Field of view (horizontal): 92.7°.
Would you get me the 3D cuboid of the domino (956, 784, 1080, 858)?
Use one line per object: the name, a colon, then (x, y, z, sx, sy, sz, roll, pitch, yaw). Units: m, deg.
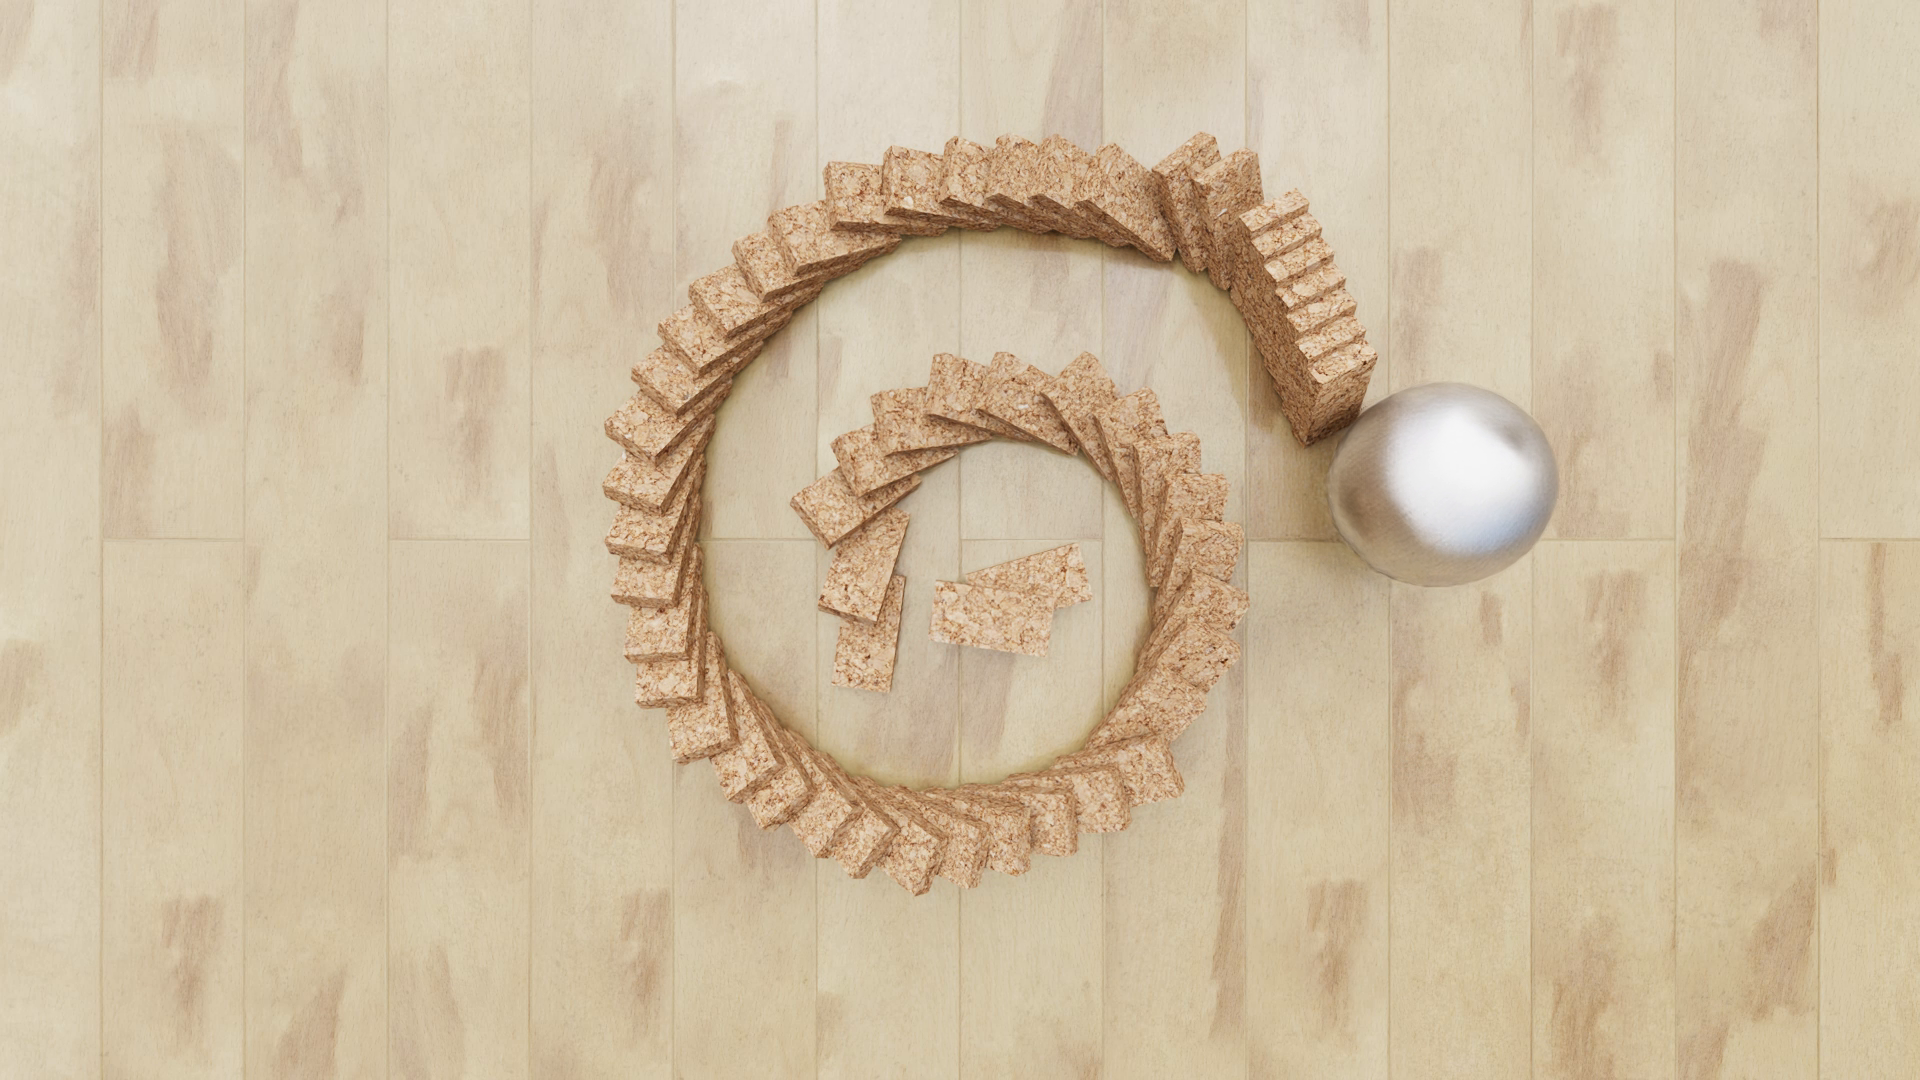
domino: (0.024, 0.117, 0.384, 0.050, 0.009, 0.025, -6, 90, 29)

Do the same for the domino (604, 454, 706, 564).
domino: (-0.126, -0.015, 0.382, 0.025, 0.010, 0.050, 10, 57, 1)

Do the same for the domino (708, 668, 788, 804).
domino: (-0.094, 0.081, 0.382, 0.025, 0.010, 0.050, -38, 57, 1)

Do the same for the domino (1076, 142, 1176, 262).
domino: (0.073, -0.140, 0.383, 0.050, 0.009, 0.025, 23, 90, -33)

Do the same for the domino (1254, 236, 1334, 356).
domino: (0.136, -0.098, 0.376, 0.025, 0.050, 0.009, -27, 63, 0)

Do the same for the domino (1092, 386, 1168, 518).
domino: (0.075, -0.036, 0.383, 0.025, 0.010, 0.050, -25, 121, 0)

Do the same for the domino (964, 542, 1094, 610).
domino: (0.030, 0.020, 0.395, 0.050, 0.009, 0.025, -16, 90, 0)

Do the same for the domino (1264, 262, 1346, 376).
domino: (0.140, -0.089, 0.376, 0.025, 0.050, 0.009, -27, 63, 0)

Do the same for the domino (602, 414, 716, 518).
domino: (-0.125, -0.035, 0.382, 0.025, 0.010, 0.050, 19, 58, 1)

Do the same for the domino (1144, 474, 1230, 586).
domino: (0.094, -0.004, 0.381, 0.025, 0.010, 0.050, -1, 124, -5)

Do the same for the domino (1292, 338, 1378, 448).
domino: (0.153, -0.059, 0.376, 0.025, 0.050, 0.010, -27, 63, 0)

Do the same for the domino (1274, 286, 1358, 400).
domino: (0.145, -0.079, 0.376, 0.025, 0.050, 0.009, -27, 63, 0)

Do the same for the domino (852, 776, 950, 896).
domino: (-0.029, 0.122, 0.381, 0.050, 0.010, 0.025, 26, 96, 35)

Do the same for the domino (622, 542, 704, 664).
domino: (-0.123, 0.026, 0.383, 0.025, 0.009, 0.050, -3, 60, 2)

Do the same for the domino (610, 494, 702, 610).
domino: (-0.126, 0.003, 0.384, 0.025, 0.010, 0.050, 5, 61, 0)

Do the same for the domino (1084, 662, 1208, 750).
domino: (0.077, 0.076, 0.384, 0.025, 0.009, 0.050, 35, 119, 0)

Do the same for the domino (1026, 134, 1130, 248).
domino: (0.053, -0.145, 0.382, 0.050, 0.010, 0.025, 16, 87, -33)

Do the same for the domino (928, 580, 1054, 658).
domino: (0.013, 0.033, 0.386, 0.050, 0.009, 0.025, 8, 90, 0)

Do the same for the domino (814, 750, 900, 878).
domino: (-0.050, 0.114, 0.382, 0.050, 0.009, 0.025, 36, 90, 34)

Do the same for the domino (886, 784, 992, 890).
domino: (-0.012, 0.122, 0.381, 0.050, 0.009, 0.025, 12, 94, 37)

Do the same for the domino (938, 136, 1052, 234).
domino: (0.017, -0.148, 0.385, 0.050, 0.009, 0.025, 7, 90, -26)

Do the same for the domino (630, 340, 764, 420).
domino: (-0.109, -0.075, 0.383, 0.025, 0.009, 0.050, 42, 60, 0)

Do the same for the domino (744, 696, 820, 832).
domino: (-0.082, 0.093, 0.382, 0.025, 0.010, 0.050, -40, 57, 0)

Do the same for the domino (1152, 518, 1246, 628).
domino: (0.098, 0.015, 0.382, 0.025, 0.010, 0.050, 5, 124, -3)

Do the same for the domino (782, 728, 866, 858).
domino: (-0.064, 0.105, 0.382, 0.050, 0.009, 0.025, 39, 92, 34)

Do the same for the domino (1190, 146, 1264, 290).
domino: (0.113, -0.132, 0.379, 0.025, 0.010, 0.050, -32, 133, -3)

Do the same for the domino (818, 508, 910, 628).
domino: (-0.040, 0.009, 0.386, 0.025, 0.010, 0.050, 16, 69, 0)

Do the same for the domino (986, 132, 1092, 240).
domino: (0.036, -0.147, 0.382, 0.050, 0.009, 0.025, 11, 89, -33)

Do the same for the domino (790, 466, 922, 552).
domino: (-0.043, -0.020, 0.383, 0.050, 0.010, 0.025, -37, 85, -27)

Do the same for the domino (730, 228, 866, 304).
domino: (-0.067, -0.120, 0.384, 0.050, 0.009, 0.025, -29, 90, -29)

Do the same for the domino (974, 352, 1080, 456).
domino: (0.032, -0.056, 0.383, 0.050, 0.009, 0.025, 22, 90, -30)

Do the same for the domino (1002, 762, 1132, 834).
domino: (0.044, 0.110, 0.384, 0.050, 0.010, 0.025, -15, 90, 29)

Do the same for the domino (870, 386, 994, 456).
domino: (-0.011, -0.051, 0.382, 0.050, 0.010, 0.025, -11, 89, -34)

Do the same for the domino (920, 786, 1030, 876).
domino: (0.006, 0.120, 0.381, 0.050, 0.009, 0.025, 1, 92, 38)

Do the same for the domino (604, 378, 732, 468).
domino: (-0.121, -0.056, 0.382, 0.025, 0.010, 0.050, 33, 59, 3)

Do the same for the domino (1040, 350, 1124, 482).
domino: (0.058, -0.051, 0.384, 0.025, 0.010, 0.050, -41, 118, 0)

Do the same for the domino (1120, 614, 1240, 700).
domino: (0.091, 0.056, 0.382, 0.025, 0.010, 0.050, 31, 121, -2)

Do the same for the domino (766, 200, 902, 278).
domino: (-0.052, -0.129, 0.382, 0.050, 0.009, 0.025, -25, 88, -29)

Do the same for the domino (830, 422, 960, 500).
domino: (-0.027, -0.038, 0.382, 0.050, 0.009, 0.025, -26, 90, -35)

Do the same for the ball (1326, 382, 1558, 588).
ball: (0.187, -0.021, 0.360, 0.080, 0.080, 0.080, 0, 90, 0)

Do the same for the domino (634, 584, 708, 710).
domino: (-0.120, 0.044, 0.384, 0.025, 0.009, 0.050, -6, 60, 0)

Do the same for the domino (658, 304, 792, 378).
domino: (-0.098, -0.091, 0.383, 0.025, 0.010, 0.050, 48, 60, 1)

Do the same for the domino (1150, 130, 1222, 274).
domino: (0.099, -0.139, 0.379, 0.025, 0.010, 0.050, -37, 134, -1)

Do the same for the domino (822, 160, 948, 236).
domino: (-0.031, -0.142, 0.384, 0.050, 0.010, 0.025, -7, 87, -27)

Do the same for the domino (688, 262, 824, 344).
domino: (-0.085, -0.104, 0.383, 0.050, 0.009, 0.025, -37, 87, -30)

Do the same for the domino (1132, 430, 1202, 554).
domino: (0.087, -0.019, 0.381, 0.025, 0.010, 0.050, -13, 125, -1)

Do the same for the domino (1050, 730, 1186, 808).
domino: (0.065, 0.099, 0.383, 0.050, 0.009, 0.025, -22, 93, 29)

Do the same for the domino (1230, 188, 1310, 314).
domino: (0.126, -0.117, 0.375, 0.025, 0.050, 0.010, -27, 63, -1)

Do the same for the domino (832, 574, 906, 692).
domino: (-0.039, 0.039, 0.395, 0.025, 0.010, 0.050, 8, 90, 0)

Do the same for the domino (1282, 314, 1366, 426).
domino: (0.148, -0.069, 0.376, 0.025, 0.050, 0.009, -27, 63, 0)

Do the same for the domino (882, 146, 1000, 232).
domino: (-0.007, -0.147, 0.384, 0.050, 0.010, 0.025, 0, 89, -27)

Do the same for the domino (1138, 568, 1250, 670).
domino: (0.097, 0.038, 0.383, 0.025, 0.009, 0.050, 23, 122, -1)

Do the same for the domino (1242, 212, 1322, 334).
domino: (0.131, -0.108, 0.376, 0.025, 0.050, 0.010, -27, 63, 0)

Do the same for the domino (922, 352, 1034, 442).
domino: (0.010, -0.059, 0.383, 0.050, 0.010, 0.025, 11, 89, -31)

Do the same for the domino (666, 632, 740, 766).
domino: (-0.109, 0.066, 0.383, 0.025, 0.010, 0.050, -20, 59, 1)
